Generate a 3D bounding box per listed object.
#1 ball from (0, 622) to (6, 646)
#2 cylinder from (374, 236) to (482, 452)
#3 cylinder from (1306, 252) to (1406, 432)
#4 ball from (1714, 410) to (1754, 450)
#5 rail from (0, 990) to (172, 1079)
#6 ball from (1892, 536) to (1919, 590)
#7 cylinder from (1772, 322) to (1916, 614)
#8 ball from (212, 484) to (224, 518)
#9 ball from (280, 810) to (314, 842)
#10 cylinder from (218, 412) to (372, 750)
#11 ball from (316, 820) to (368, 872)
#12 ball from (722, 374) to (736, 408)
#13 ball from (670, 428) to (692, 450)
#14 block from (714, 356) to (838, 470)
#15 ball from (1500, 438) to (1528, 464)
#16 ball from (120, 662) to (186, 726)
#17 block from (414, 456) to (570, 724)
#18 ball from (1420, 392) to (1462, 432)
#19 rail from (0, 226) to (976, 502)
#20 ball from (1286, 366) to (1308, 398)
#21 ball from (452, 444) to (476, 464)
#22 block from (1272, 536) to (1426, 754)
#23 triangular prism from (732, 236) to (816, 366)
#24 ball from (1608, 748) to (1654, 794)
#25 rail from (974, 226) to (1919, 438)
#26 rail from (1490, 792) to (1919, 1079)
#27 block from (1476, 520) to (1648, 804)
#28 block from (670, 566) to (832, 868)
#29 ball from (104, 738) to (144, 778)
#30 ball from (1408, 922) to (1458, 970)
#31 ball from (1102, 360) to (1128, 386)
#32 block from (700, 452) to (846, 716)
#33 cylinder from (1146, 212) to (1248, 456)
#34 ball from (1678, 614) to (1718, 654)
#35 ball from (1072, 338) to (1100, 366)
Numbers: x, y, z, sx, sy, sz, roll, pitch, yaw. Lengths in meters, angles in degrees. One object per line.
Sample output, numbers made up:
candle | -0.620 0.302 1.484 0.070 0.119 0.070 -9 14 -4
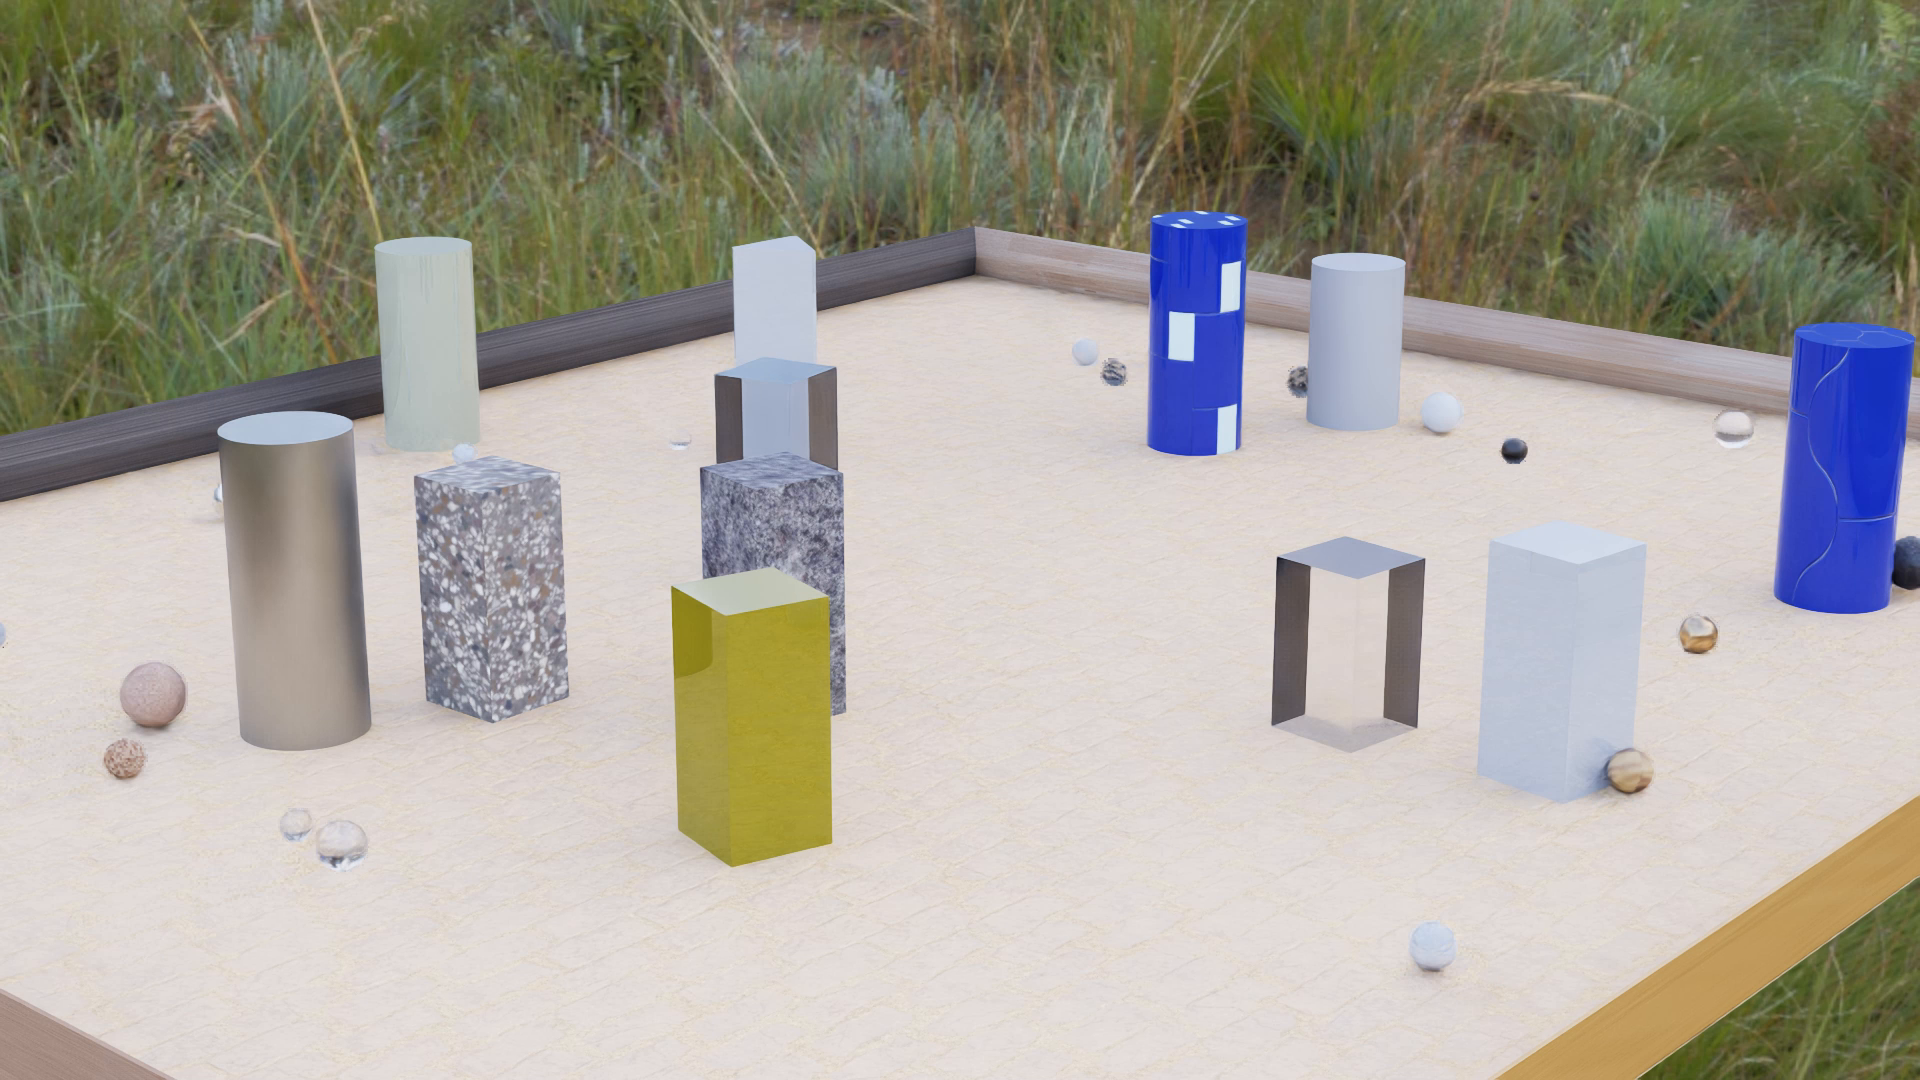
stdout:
ball | -1.603 0.156 4.838 0.056 0.056 0.056 0 17 0
cylinder | -1.104 -0.407 6.088 0.198 0.413 0.198 0 17 0
cylinder | 0.845 -0.424 6.265 0.198 0.344 0.198 0 17 0
ball | 1.601 -0.228 6.070 0.080 0.080 0.080 0 17 0
rail | -1.375 0.489 3.604 3.581 0.128 0.045 14 22 39
ball | 1.665 0.040 5.136 0.093 0.093 0.093 0 17 0
cylinder | 1.523 -0.125 5.058 0.198 0.467 0.198 0 17 0
ball | -1.379 -0.076 5.567 0.079 0.079 0.079 0 17 0
ball | -0.919 0.396 4.061 0.046 0.046 0.046 0 17 0
cylinder | -1.003 0.061 4.427 0.198 0.476 0.198 0 17 0
ball | -0.835 0.413 3.961 0.071 0.071 0.071 0 17 0
ball | -0.482 -0.325 6.402 0.075 0.075 0.075 0 17 0
ball | -0.578 -0.209 6.067 0.046 0.046 0.046 0 17 0
block | -0.329 -0.135 5.291 0.158 0.351 0.158 9 19 29
ball | 1.126 -0.181 5.960 0.055 0.055 0.055 0 17 0
ball | -1.237 0.237 4.495 0.099 0.099 0.099 0 17 0
block | -0.729 0.074 4.569 0.158 0.368 0.158 14 22 39
ball | 1.017 -0.269 6.198 0.086 0.086 0.086 0 17 0
rail | -1.334 -0.302 6.229 0.045 0.128 4.242 14 22 39
ball | 0.758 -0.351 6.498 0.068 0.068 0.068 0 17 0
ball | -1.006 -0.172 5.946 0.045 0.045 0.045 0 17 0
block | 0.589 0.157 4.459 0.158 0.273 0.158 -15 22 -40
triangular prism | -0.355 -0.390 5.982 0.171 0.440 0.148 4 17 13
ball | 0.968 0.333 4.234 0.065 0.065 0.065 0 17 0
rail | 1.375 -0.425 6.636 3.581 0.128 0.045 14 22 39
rail | 1.334 0.366 4.011 0.045 0.128 4.242 14 22 39
block | 0.871 0.174 4.252 0.158 0.359 0.158 -14 22 -39
block | -0.286 0.241 4.030 0.158 0.360 0.158 -10 20 -31
ball | -1.223 0.320 4.291 0.058 0.058 0.058 0 17 0
ball | 0.591 0.507 3.663 0.061 0.061 0.061 0 17 0
ball | 0.347 -0.375 6.599 0.058 0.058 0.058 0 17 0
block | -0.287 0.079 4.522 0.158 0.386 0.158 -12 21 -35
cylinder | 0.488 -0.427 6.052 0.198 0.472 0.198 0 17 0
ball | 1.216 0.155 4.828 0.064 0.064 0.064 0 17 0
ball | 0.290 -0.435 6.784 0.064 0.064 0.064 0 17 0
